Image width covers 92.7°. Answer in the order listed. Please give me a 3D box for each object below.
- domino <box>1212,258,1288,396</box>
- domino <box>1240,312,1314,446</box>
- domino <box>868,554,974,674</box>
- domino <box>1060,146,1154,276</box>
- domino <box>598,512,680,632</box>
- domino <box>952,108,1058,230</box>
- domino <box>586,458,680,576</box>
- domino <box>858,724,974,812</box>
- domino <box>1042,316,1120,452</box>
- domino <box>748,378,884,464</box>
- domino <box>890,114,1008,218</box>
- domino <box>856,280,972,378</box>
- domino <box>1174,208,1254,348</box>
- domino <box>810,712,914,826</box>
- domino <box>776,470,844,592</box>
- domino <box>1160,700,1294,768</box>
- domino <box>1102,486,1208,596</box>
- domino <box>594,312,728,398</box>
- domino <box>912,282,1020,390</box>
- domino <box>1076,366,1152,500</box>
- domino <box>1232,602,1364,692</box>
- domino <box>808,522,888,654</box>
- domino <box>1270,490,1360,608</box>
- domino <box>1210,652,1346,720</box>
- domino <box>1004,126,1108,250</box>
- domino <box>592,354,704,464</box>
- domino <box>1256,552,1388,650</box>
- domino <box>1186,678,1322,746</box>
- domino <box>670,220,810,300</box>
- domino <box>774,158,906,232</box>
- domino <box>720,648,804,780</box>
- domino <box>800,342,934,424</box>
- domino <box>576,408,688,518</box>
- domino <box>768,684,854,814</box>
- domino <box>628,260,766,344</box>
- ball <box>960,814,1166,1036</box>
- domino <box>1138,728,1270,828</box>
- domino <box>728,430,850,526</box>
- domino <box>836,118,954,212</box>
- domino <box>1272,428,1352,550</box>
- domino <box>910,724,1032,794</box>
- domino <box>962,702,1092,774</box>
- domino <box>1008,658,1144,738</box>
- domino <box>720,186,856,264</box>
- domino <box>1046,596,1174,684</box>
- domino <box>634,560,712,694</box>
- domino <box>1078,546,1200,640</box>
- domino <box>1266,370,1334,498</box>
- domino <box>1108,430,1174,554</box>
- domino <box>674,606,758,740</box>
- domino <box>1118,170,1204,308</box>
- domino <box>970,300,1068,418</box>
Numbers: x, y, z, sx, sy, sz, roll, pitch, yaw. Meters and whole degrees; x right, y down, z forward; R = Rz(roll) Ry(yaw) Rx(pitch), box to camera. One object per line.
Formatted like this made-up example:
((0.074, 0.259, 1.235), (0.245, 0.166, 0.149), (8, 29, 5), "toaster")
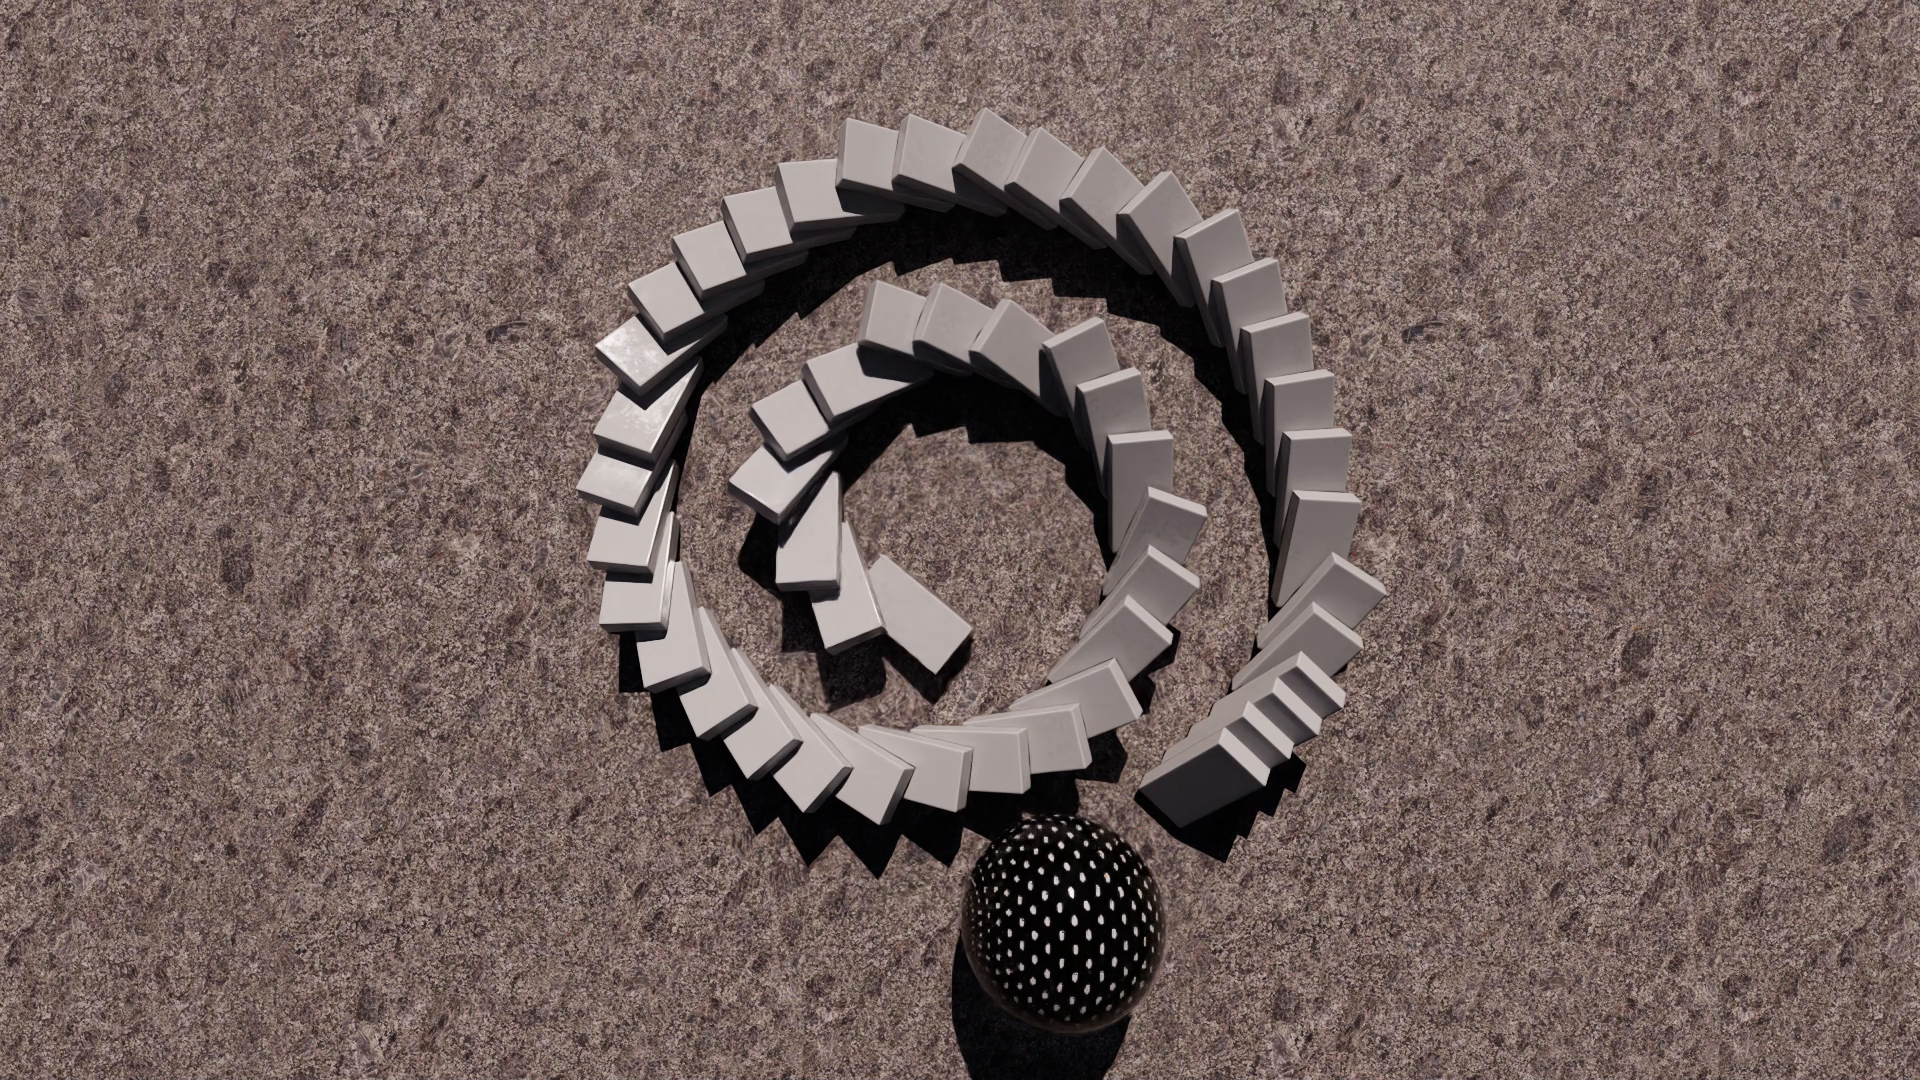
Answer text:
((0.124, -0.089, 0.385), (0.025, 0.010, 0.050), (-21, 115, 0), "domino")
((0.135, -0.067, 0.385), (0.025, 0.009, 0.050), (-16, 115, 0), "domino")
((-0.021, 0.032, 0.392), (0.050, 0.009, 0.025), (39, 90, 7), "domino")
((0.068, -0.137, 0.385), (0.050, 0.010, 0.025), (34, 90, -25), "domino")
((-0.134, 0.013, 0.385), (0.025, 0.009, 0.050), (-2, 65, 1), "domino")
((0.024, -0.155, 0.385), (0.050, 0.010, 0.025), (25, 90, -24), "domino")
((-0.137, -0.011, 0.385), (0.025, 0.009, 0.050), (6, 65, 0), "domino")
((-0.020, 0.095, 0.385), (0.050, 0.009, 0.025), (7, 90, 26), "domino")
((0.055, -0.065, 0.384), (0.025, 0.010, 0.050), (-27, 117, -3), "domino")
((-0.060, -0.055, 0.384), (0.050, 0.009, 0.025), (-34, 87, -27), "domino")
((-0.002, -0.156, 0.385), (0.050, 0.009, 0.025), (10, 90, -25), "domino")
((-0.016, -0.088, 0.383), (0.050, 0.010, 0.025), (13, 86, -28), "domino")
((0.111, -0.109, 0.385), (0.025, 0.009, 0.050), (-28, 115, 0), "domino")
((-0.046, 0.095, 0.385), (0.050, 0.010, 0.025), (24, 90, 26), "domino")
((-0.063, -0.004, 0.385), (0.025, 0.010, 0.050), (-4, 67, 4), "domino")
((0.110, 0.089, 0.380), (0.025, 0.009, 0.050), (43, 132, 0), "domino")
((0.081, 0.005, 0.384), (0.025, 0.010, 0.050), (19, 118, -2), "domino")
((-0.125, -0.085, 0.385), (0.025, 0.009, 0.050), (42, 64, 1), "domino")
((0.007, -0.085, 0.384), (0.050, 0.010, 0.025), (21, 88, -27), "domino")
((0.067, -0.044, 0.384), (0.025, 0.010, 0.050), (-18, 117, -2), "domino")
((0.141, 0.052, 0.384), (0.025, 0.009, 0.050), (37, 118, 0), "domino")
((-0.051, 0.020, 0.385), (0.025, 0.009, 0.050), (-23, 66, 3), "domino")
((0.149, 0.005, 0.386), (0.025, 0.010, 0.050), (3, 114, 0), "domino")
((0.131, 0.069, 0.380), (0.025, 0.009, 0.050), (43, 132, -1), "domino")
((0.046, -0.147, 0.385), (0.050, 0.010, 0.025), (26, 90, -25), "domino")
((-0.130, -0.059, 0.385), (0.025, 0.010, 0.050), (19, 65, 0), "domino")
((0.150, 0.032, 0.384), (0.025, 0.009, 0.050), (32, 118, -1), "domino")
((0.121, 0.079, 0.380), (0.025, 0.010, 0.050), (44, 132, -1), "domino")
((-0.092, -0.122, 0.385), (0.050, 0.009, 0.025), (-29, 90, -25), "domino")
((-0.050, -0.146, 0.385), (0.050, 0.009, 0.025), (-16, 90, -25), "domino")
((-0.090, 0.073, 0.385), (0.025, 0.009, 0.050), (-41, 65, 0), "domino")
((-0.038, -0.070, 0.385), (0.050, 0.009, 0.025), (-27, 90, -26), "domino")
((-0.137, -0.037, 0.385), (0.025, 0.010, 0.050), (18, 66, 1), "domino")
((-0.070, 0.087, 0.385), (0.050, 0.009, 0.025), (42, 90, 25), "domino")
((-0.110, -0.106, 0.385), (0.050, 0.010, 0.025), (-36, 89, -25), "domino")
((0.040, 0.149, 0.360), (0.080, 0.080, 0.080), (0, 90, 0), "ball")
((0.100, 0.099, 0.380), (0.025, 0.009, 0.050), (43, 132, 0), "domino")
((-0.071, -0.032, 0.382), (0.025, 0.010, 0.050), (33, 60, 4), "domino")
((-0.026, -0.157, 0.385), (0.050, 0.009, 0.025), (4, 90, -25), "domino")
((0.148, -0.021, 0.385), (0.025, 0.009, 0.050), (-4, 114, 0), "domino")
((0.004, 0.092, 0.385), (0.050, 0.009, 0.025), (-4, 90, 25), "domino")
((0.028, 0.085, 0.385), (0.050, 0.009, 0.025), (-13, 91, 26), "domino")
((0.048, 0.071, 0.385), (0.050, 0.009, 0.025), (-28, 90, 26), "domino")
((-0.072, -0.135, 0.385), (0.050, 0.010, 0.025), (-23, 90, -25), "domino")
((0.062, 0.049, 0.385), (0.025, 0.009, 0.050), (41, 116, 0), "domino")
((-0.123, 0.036, 0.385), (0.025, 0.010, 0.050), (-20, 64, 0), "domino")
((0.075, 0.029, 0.384), (0.025, 0.010, 0.050), (34, 117, -1), "domino")
((0.143, -0.044, 0.385), (0.025, 0.010, 0.050), (-9, 115, 0), "domino")
((0.075, -0.020, 0.385), (0.025, 0.010, 0.050), (-5, 116, 0), "domino")
((-0.107, 0.056, 0.385), (0.025, 0.009, 0.050), (-33, 65, 0), "domino")
((0.091, -0.126, 0.385), (0.025, 0.009, 0.050), (-44, 115, 0), "domino")
((0.031, -0.076, 0.385), (0.050, 0.010, 0.025), (32, 90, -26), "domino")
